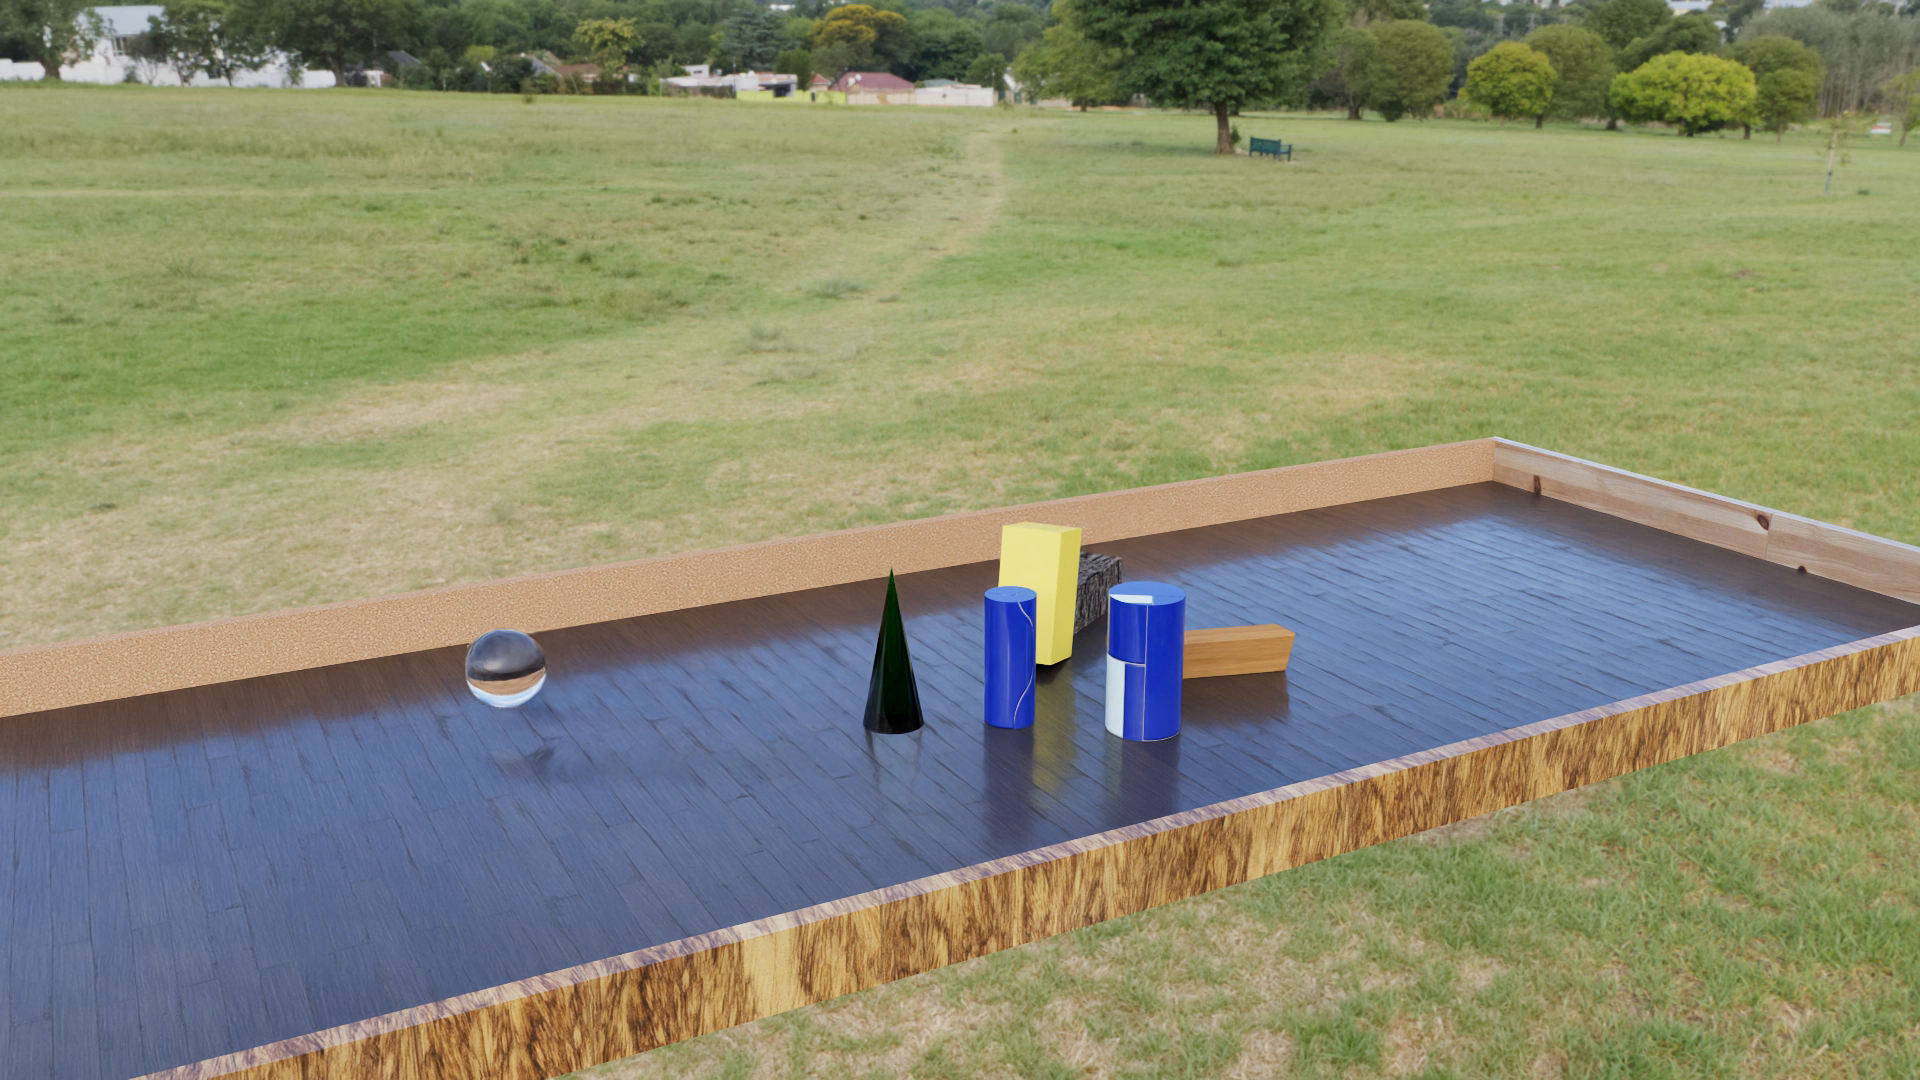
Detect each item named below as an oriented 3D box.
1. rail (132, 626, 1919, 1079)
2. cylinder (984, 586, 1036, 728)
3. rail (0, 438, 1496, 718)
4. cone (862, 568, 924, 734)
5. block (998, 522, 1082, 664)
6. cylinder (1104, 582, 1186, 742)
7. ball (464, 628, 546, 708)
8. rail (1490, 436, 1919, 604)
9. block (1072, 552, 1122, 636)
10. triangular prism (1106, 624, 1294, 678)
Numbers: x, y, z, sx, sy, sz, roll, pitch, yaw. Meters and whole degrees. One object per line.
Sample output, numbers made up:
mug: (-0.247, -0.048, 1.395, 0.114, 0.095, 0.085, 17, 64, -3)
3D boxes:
rail: (-2.336, 1.006, 1.665, 12.000, 0.150, 0.050, -9, 18, -27)
cylinder: (0.118, 0.275, 3.867, 0.121, 0.312, 0.121, 0, 16, 0)
rail: (-3.305, 0.497, 3.399, 12.000, 0.150, 0.050, -9, 18, -27)
cone: (-0.157, 0.245, 3.836, 0.144, 0.387, 0.144, 0, 16, 0)
block: (0.201, 0.134, 4.257, 0.157, 0.338, 0.157, 7, 7, 23)
cylinder: (0.429, 0.279, 3.822, 0.177, 0.329, 0.177, 0, 16, 0)
ball: (-1.093, 0.308, 3.966, 0.191, 0.191, 0.191, 0, 16, 0)
rail: (2.466, -0.048, 5.253, 0.050, 0.150, 2.100, -9, 18, -27)
block: (0.323, 0.148, 4.618, 0.131, 0.131, 0.354, 9, 18, 27)
triangular prism: (0.608, 0.270, 4.146, 0.458, 0.124, 0.108, -4, -21, -12)
